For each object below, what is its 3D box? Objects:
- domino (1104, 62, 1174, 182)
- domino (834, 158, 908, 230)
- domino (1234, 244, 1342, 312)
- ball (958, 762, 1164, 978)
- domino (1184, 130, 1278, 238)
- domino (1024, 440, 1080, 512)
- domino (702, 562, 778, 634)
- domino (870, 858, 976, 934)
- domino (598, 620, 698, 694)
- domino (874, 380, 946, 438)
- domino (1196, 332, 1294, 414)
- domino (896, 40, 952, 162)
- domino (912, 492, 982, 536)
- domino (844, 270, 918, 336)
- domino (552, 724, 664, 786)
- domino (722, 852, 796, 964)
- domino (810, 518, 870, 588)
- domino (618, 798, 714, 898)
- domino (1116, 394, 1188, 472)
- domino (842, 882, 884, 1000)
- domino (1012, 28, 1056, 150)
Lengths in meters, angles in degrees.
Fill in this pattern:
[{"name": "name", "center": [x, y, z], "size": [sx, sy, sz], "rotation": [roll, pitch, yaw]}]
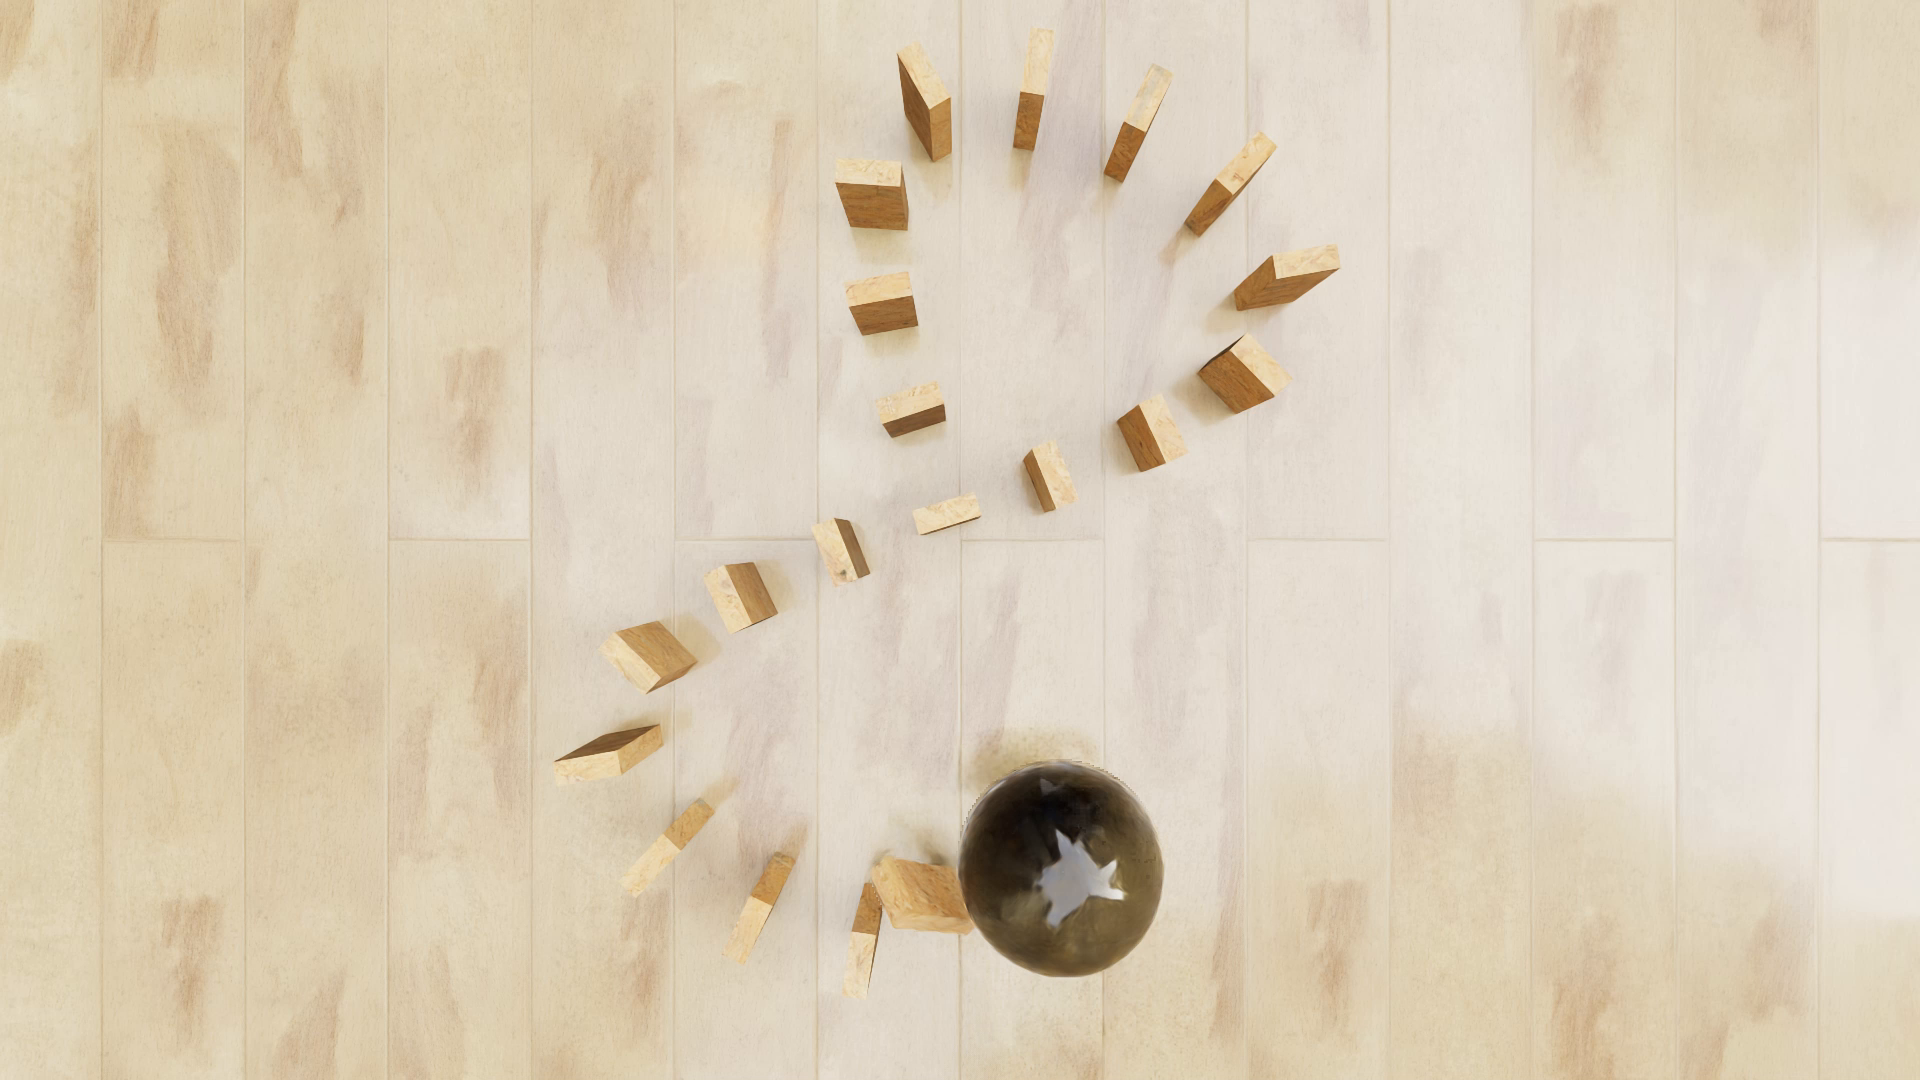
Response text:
[{"name": "domino", "center": [0.072, -0.169, 0.375], "size": [0.010, 0.050, 0.025], "rotation": [26, 90, 0]}, {"name": "domino", "center": [-0.035, -0.141, 0.375], "size": [0.025, 0.050, 0.009], "rotation": [4, 90, 0]}, {"name": "domino", "center": [0.132, -0.107, 0.375], "size": [0.025, 0.050, 0.009], "rotation": [-10, 90, 0]}, {"name": "ball", "center": [0.039, 0.128, 0.360], "size": [0.080, 0.080, 0.080], "rotation": [0, 90, 0]}, {"name": "domino", "center": [0.110, -0.144, 0.375], "size": [0.009, 0.050, 0.025], "rotation": [43, 90, 0]}, {"name": "domino", "center": [0.037, -0.025, 0.375], "size": [0.010, 0.050, 0.025], "rotation": [-22, 90, 0]}, {"name": "domino", "center": [-0.089, 0.023, 0.375], "size": [0.009, 0.050, 0.025], "rotation": [-26, 90, 0]}, {"name": "domino", "center": [-0.013, 0.145, 0.373], "size": [0.009, 0.050, 0.025], "rotation": [-44, 49, 11]}, {"name": "domino", "center": [-0.126, 0.047, 0.375], "size": [0.025, 0.050, 0.009], "rotation": [45, 90, 0]}, {"name": "domino", "center": [-0.019, -0.053, 0.375], "size": [0.025, 0.050, 0.010], "rotation": [-18, 90, 0]}, {"name": "domino", "center": [0.115, -0.067, 0.375], "size": [0.010, 0.050, 0.025], "rotation": [-44, 90, 0]}, {"name": "domino", "center": [-0.014, -0.178, 0.375], "size": [0.009, 0.050, 0.025], "rotation": [-30, 90, 0]}, {"name": "domino", "center": [-0.005, -0.010, 0.375], "size": [0.025, 0.050, 0.010], "rotation": [-17, 90, 0]}, {"name": "domino", "center": [-0.031, -0.096, 0.375], "size": [0.025, 0.050, 0.009], "rotation": [-10, 90, 0]}, {"name": "domino", "center": [-0.143, 0.087, 0.375], "size": [0.025, 0.050, 0.009], "rotation": [-10, 90, 0]}, {"name": "domino", "center": [-0.081, 0.149, 0.375], "size": [0.010, 0.050, 0.025], "rotation": [26, 90, 0]}, {"name": "domino", "center": [-0.048, 0.005, 0.375], "size": [0.009, 0.050, 0.025], "rotation": [-22, 90, 0]}, {"name": "domino", "center": [-0.119, 0.125, 0.375], "size": [0.009, 0.050, 0.025], "rotation": [43, 90, 0]}, {"name": "domino", "center": [0.078, -0.043, 0.375], "size": [0.010, 0.050, 0.025], "rotation": [-25, 90, 0]}, {"name": "domino", "center": [-0.039, 0.163, 0.375], "size": [0.009, 0.050, 0.025], "rotation": [9, 90, 0]}, {"name": "domino", "center": [0.030, -0.183, 0.375], "size": [0.010, 0.050, 0.025], "rotation": [10, 90, 0]}]
